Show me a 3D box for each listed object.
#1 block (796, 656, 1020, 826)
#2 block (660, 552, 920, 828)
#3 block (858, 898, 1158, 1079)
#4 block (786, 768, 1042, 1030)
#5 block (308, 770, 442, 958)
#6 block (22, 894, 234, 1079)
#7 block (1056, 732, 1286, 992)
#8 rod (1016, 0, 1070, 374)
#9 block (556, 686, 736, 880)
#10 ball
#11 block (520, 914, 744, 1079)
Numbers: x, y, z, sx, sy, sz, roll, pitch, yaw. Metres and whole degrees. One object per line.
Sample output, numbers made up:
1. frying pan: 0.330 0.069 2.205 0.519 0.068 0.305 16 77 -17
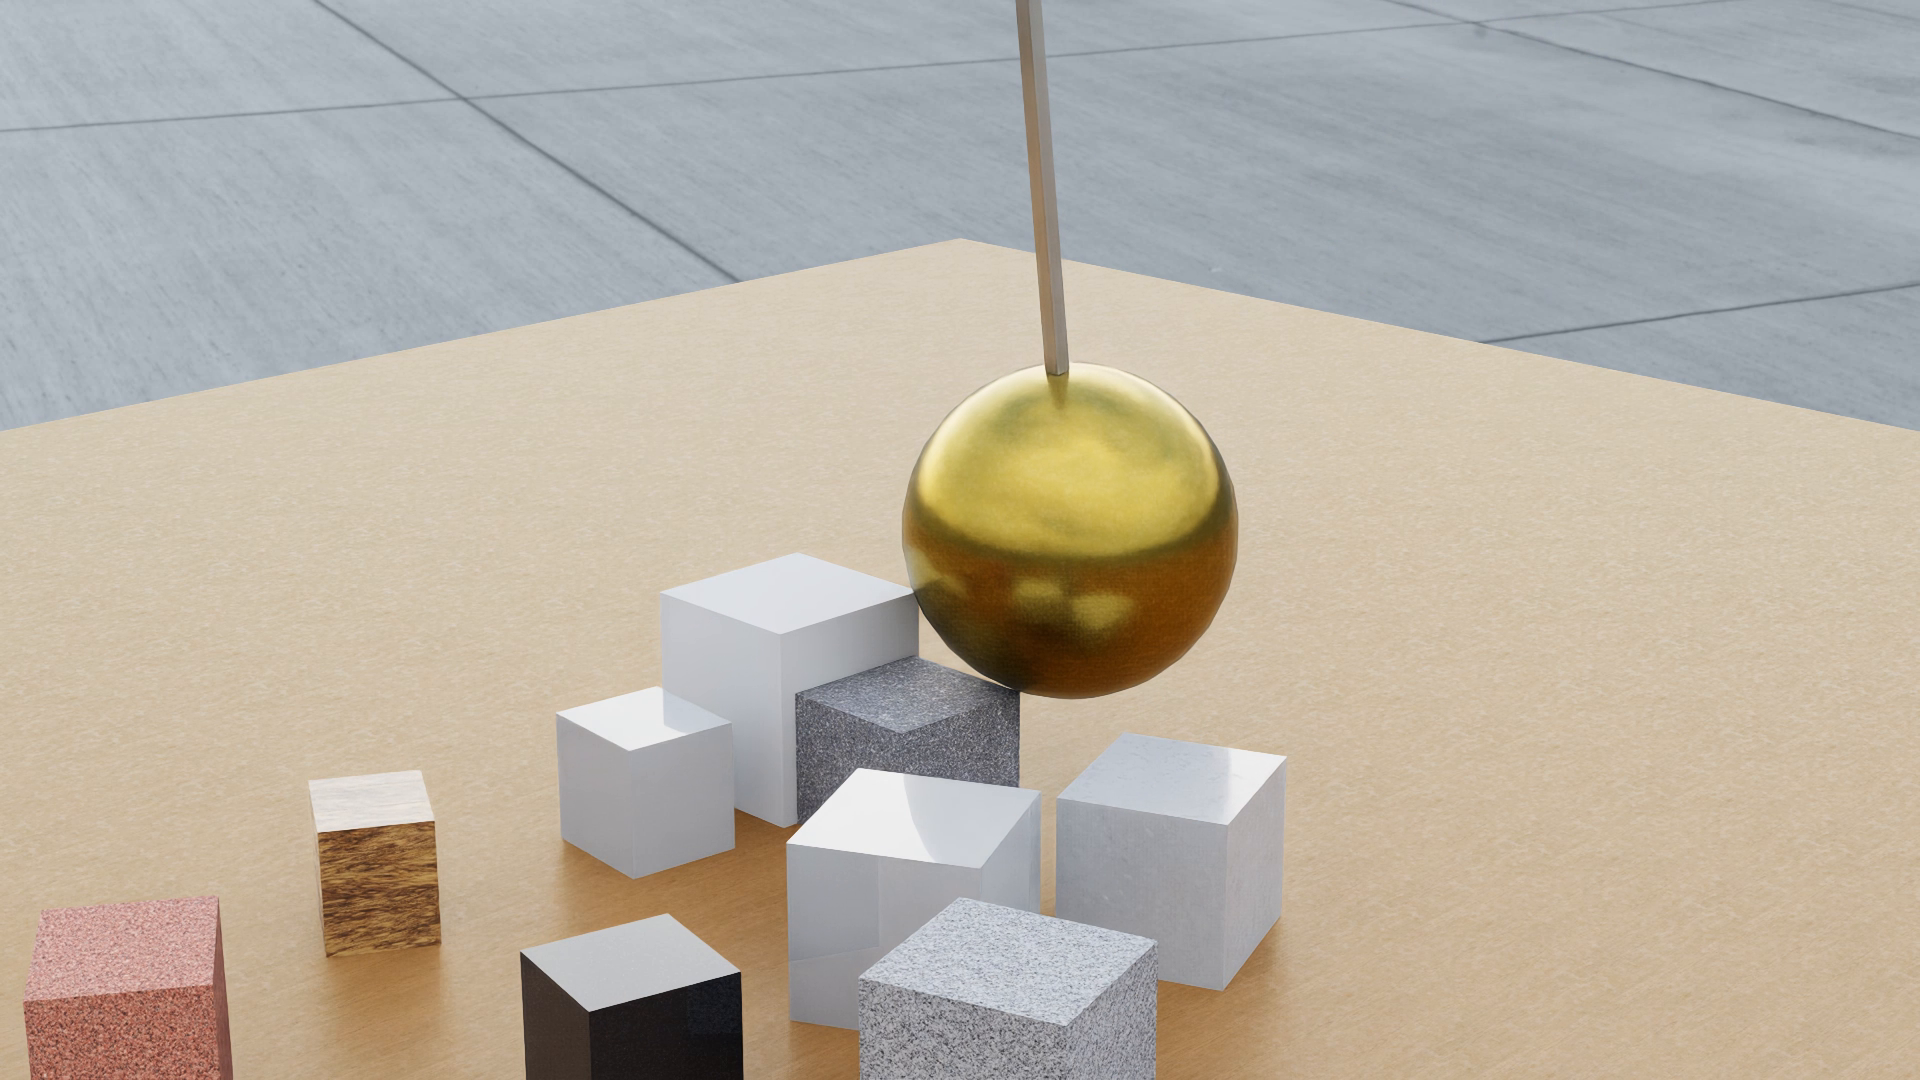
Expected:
1. block: -0.247 1.037 13.941 0.771 0.661 0.732 -16 24 -42
2. block: -0.832 0.718 14.429 0.904 0.978 0.882 -17 24 -42
3. block: 0.184 1.924 10.838 0.830 0.829 0.786 9 20 26
4. block: -0.179 1.516 12.206 0.821 0.790 0.849 6 18 17
5. block: -2.572 1.413 12.875 0.493 0.584 0.606 -5 18 -15
6. block: -3.108 1.887 11.027 0.659 0.789 0.798 -4 18 -11
7. block: 0.918 1.377 12.705 0.757 0.755 0.829 7 19 22
8. rod: 0.226 -3.176 12.580 0.080 5.200 0.080 17 31 42
9. block: -1.470 1.125 13.711 0.565 0.631 0.625 -14 22 -37
10. ball: 0.520 -0.045 13.873 1.600 1.600 1.600 0 17 0
11. block: -1.266 1.896 11.321 0.636 0.595 0.619 -11 20 -31
